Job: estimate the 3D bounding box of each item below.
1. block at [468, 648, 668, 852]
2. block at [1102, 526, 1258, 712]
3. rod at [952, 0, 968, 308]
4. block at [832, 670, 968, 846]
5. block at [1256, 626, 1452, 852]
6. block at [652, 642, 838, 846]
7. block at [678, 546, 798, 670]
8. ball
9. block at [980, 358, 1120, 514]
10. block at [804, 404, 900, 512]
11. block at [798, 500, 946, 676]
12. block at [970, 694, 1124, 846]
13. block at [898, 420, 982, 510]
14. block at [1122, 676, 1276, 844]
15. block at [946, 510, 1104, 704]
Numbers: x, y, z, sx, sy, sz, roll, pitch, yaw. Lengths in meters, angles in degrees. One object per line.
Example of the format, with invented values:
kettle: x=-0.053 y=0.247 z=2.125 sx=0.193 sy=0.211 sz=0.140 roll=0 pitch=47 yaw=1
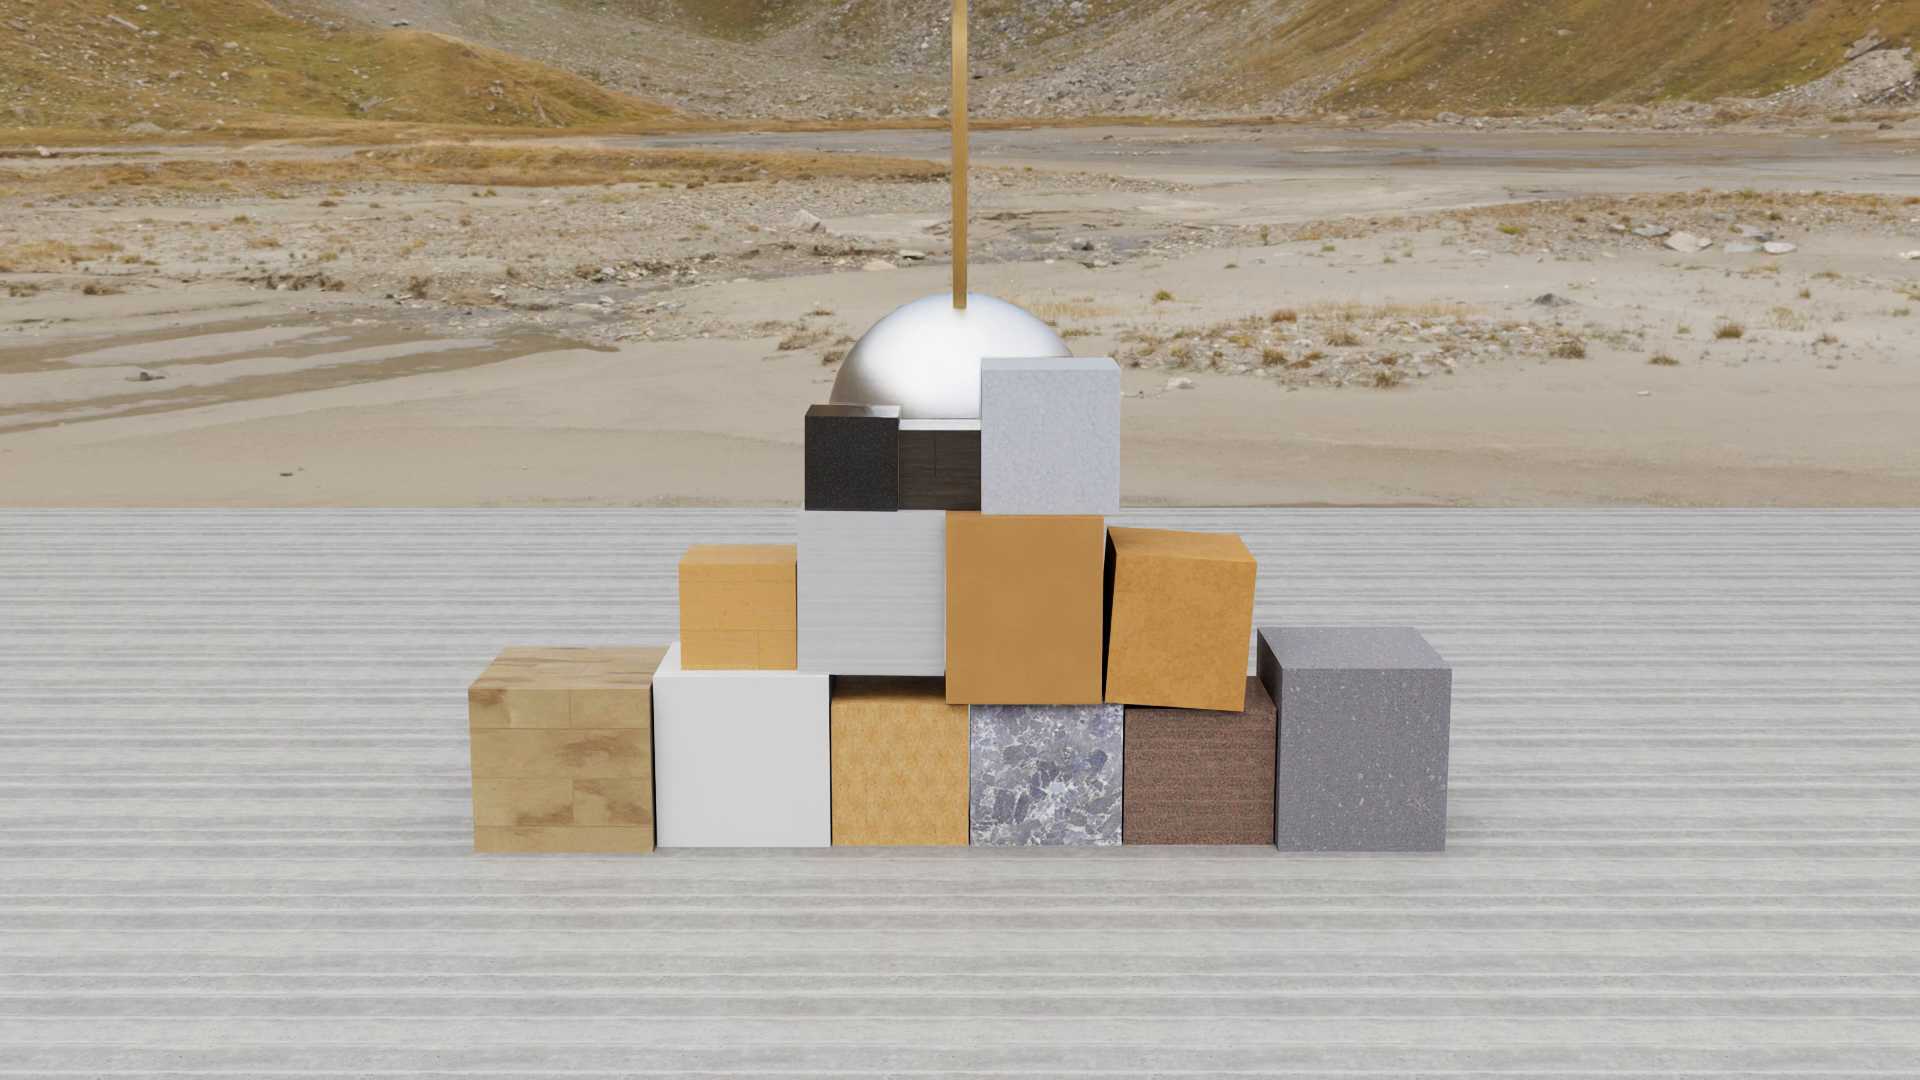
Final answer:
block: x=-1.979 y=1.066 z=11.354 sx=0.890 sy=0.840 sz=0.909 roll=0 pitch=10 yaw=0
block: x=1.089 y=0.389 z=11.234 sx=0.690 sy=0.753 sz=0.782 roll=4 pitch=10 yaw=-1
rod: x=0.000 y=-3.604 z=11.439 sx=0.080 sy=5.200 sz=0.080 roll=0 pitch=31 yaw=0
block: x=-0.300 y=1.116 z=11.387 sx=0.685 sy=0.731 sz=0.737 roll=0 pitch=10 yaw=0
block: x=2.007 y=1.011 z=11.378 sx=0.834 sy=0.940 sz=0.949 roll=0 pitch=10 yaw=0
block: x=-1.088 y=1.042 z=11.374 sx=0.871 sy=0.880 sz=0.782 roll=0 pitch=10 yaw=0
block: x=-1.111 y=0.341 z=11.260 sx=0.581 sy=0.542 sz=0.528 roll=0 pitch=10 yaw=0
ball: x=0.000 y=-0.676 z=13.166 sx=1.600 sy=1.600 sz=1.600 roll=0 pitch=10 yaw=0
block: x=0.445 y=-0.533 z=11.088 sx=0.679 sy=0.717 sz=0.604 roll=0 pitch=10 yaw=0
block: x=-0.537 y=-0.418 z=11.089 sx=0.459 sy=0.472 sz=0.480 roll=1 pitch=10 yaw=0
block: x=-0.440 y=0.212 z=11.225 sx=0.730 sy=0.813 sz=0.682 roll=1 pitch=10 yaw=0
block: x=0.434 y=1.111 z=11.365 sx=0.761 sy=0.748 sz=0.690 roll=0 pitch=10 yaw=0
block: x=-0.101 y=-0.385 z=11.128 sx=0.412 sy=0.401 sz=0.411 roll=0 pitch=10 yaw=0
block: x=1.202 y=1.129 z=11.376 sx=0.756 sy=0.709 sz=0.690 roll=0 pitch=10 yaw=0
block: x=0.316 y=0.277 z=11.250 sx=0.772 sy=0.934 sz=0.875 roll=0 pitch=10 yaw=0
